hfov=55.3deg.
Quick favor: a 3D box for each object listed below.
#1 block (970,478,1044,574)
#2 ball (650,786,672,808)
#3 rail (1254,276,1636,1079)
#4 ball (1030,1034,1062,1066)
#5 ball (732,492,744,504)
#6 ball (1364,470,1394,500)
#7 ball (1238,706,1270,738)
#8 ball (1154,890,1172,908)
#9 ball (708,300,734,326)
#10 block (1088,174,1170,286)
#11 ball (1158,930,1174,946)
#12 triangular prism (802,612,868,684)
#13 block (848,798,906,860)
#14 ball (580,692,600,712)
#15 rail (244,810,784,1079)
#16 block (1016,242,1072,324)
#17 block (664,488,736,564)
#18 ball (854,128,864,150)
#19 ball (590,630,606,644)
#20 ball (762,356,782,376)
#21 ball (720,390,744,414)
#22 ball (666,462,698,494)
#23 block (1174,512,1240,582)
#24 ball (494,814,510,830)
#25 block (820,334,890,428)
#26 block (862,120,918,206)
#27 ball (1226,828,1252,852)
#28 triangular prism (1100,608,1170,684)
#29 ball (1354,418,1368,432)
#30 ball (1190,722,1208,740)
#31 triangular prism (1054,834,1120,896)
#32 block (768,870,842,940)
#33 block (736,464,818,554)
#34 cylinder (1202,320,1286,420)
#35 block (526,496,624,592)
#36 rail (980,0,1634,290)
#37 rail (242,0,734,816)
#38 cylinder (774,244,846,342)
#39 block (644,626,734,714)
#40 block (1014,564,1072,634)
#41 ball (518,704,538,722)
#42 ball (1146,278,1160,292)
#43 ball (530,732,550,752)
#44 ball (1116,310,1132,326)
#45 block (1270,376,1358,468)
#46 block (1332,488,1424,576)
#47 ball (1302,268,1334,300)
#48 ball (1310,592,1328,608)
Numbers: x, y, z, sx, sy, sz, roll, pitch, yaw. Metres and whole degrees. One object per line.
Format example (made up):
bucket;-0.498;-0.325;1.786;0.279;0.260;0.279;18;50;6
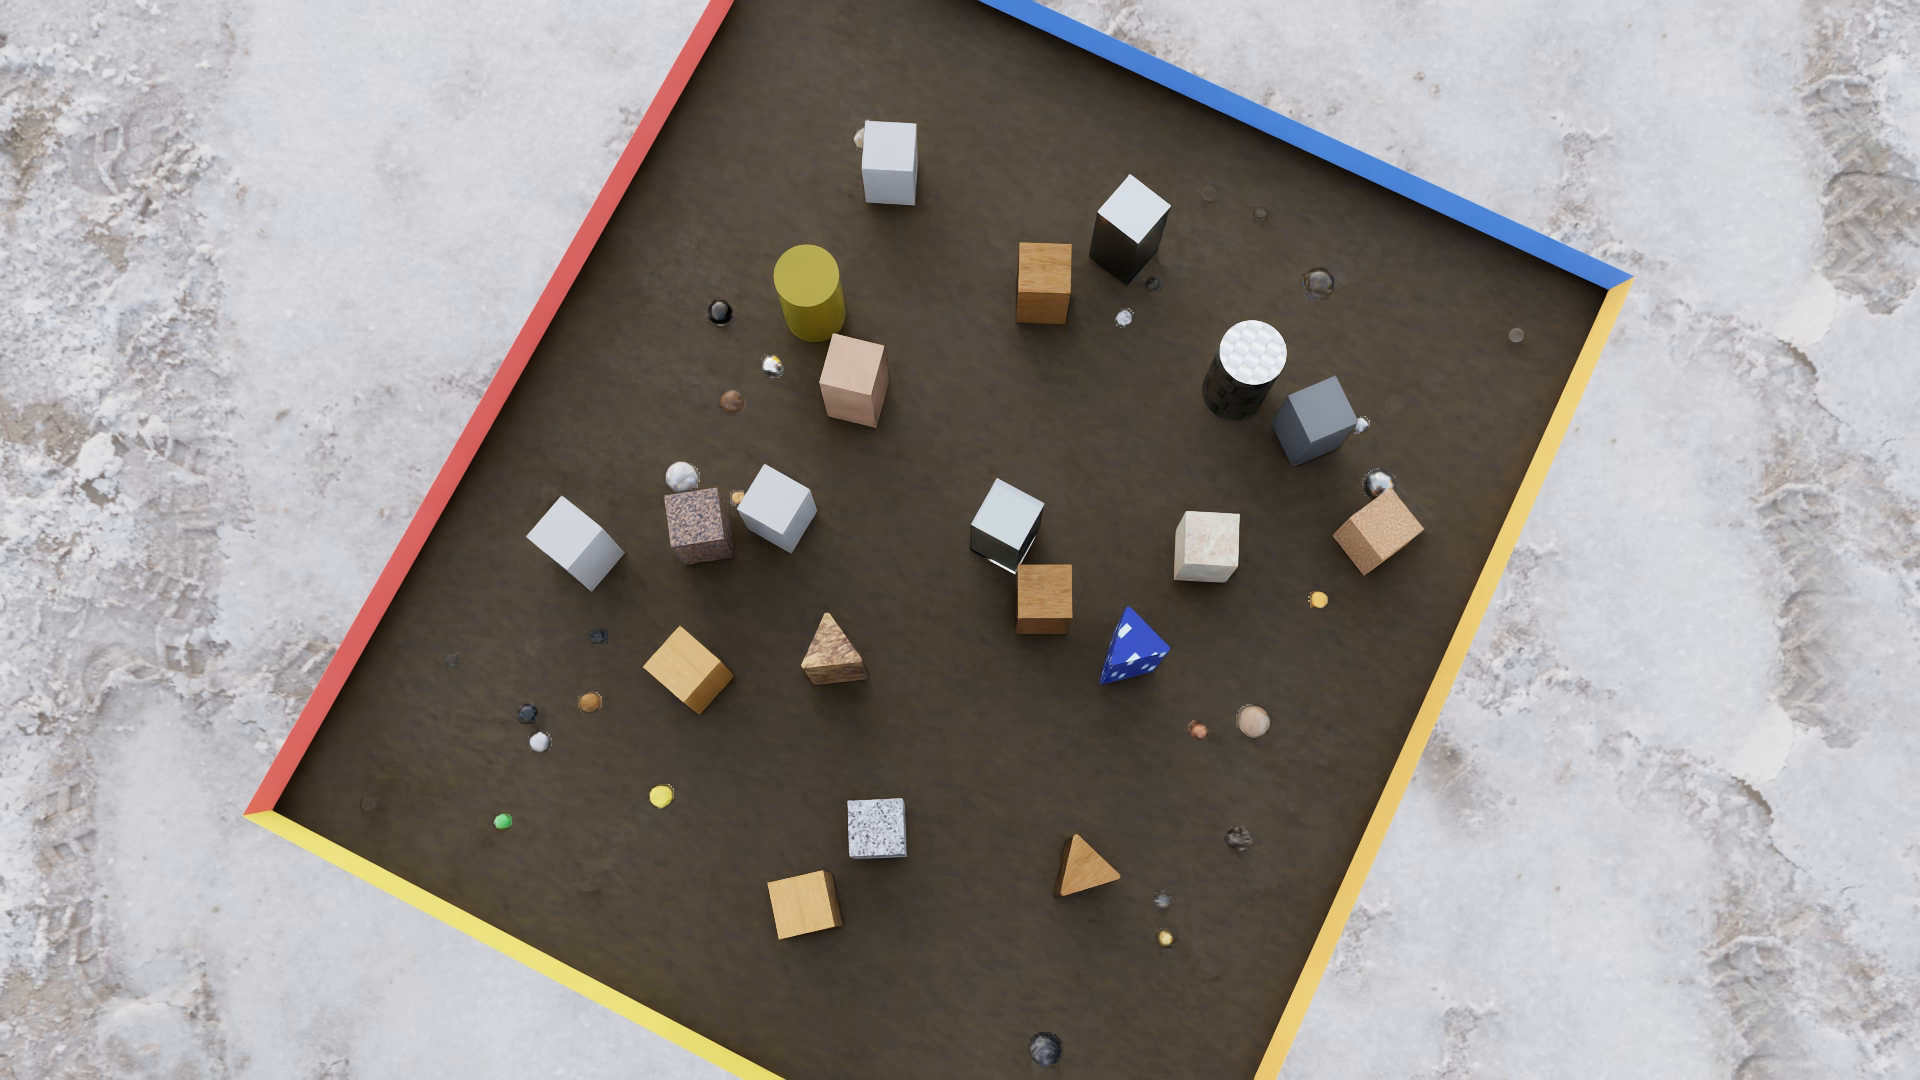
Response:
block;0.137;-0.037;5.434;0.156;0.373;0.156;28;80;6
ball;-0.885;0.759;5.426;0.066;0.066;0.066;0;78;0
rail;1.317;0.652;5.416;0.045;0.126;3.341;26;80;5
ball;0.246;1.466;5.267;0.089;0.089;0.089;0;78;0
ball;-0.679;-0.129;5.622;0.042;0.042;0.042;0;78;0
ball;1.283;-0.169;5.605;0.091;0.091;0.091;0;78;0
ball;0.875;0.540;5.456;0.094;0.094;0.094;0;78;0
ball;0.596;1.055;5.372;0.052;0.052;0.052;0;78;0
ball;-0.749;-0.710;5.723;0.080;0.080;0.080;0;78;0
block;0.517;-0.945;5.621;0.156;0.373;0.156;39;81;7
ball;0.600;1.163;5.351;0.049;0.049;0.049;0;78;0
triangular prism;-0.369;0.315;5.356;0.169;0.382;0.146;-6;78;-1
block;-0.238;0.839;5.314;0.156;0.251;0.156;-3;78;-1
ball;-1.108;0.487;5.486;0.059;0.059;0.059;0;78;0
rail;-0.736;1.449;5.251;2.993;0.126;0.045;26;80;5
block;0.255;-0.786;5.632;0.156;0.288;0.156;2;78;0
block;-0.777;-0.039;5.485;0.156;0.274;0.156;-9;78;-2
ball;-0.304;-1.279;5.847;0.067;0.067;0.067;0;78;0
ball;-1.090;0.293;5.532;0.047;0.047;0.047;0;78;0
ball;-0.585;-0.542;5.695;0.065;0.065;0.065;0;78;0
ball;-0.705;-0.426;5.668;0.073;0.073;0.073;0;78;0
ball;-0.853;-0.191;5.607;0.096;0.096;0.096;0;78;0
block;0.735;0.023;5.476;0.156;0.266;0.156;3;78;1
ball;-1.355;0.834;5.421;0.044;0.044;0.044;0;78;0
block;-0.316;-0.477;5.531;0.156;0.361;0.156;14;79;3
block;-0.217;-1.174;5.722;0.156;0.270;0.156;4;78;1
ball;0.821;0.883;5.397;0.072;0.072;0.072;0;78;0
triangular prism;0.487;0.300;5.331;0.169;0.437;0.146;-13;79;-3
ball;1.236;-0.357;5.667;0.045;0.045;0.045;0;78;0
ball;0.711;0.571;5.470;0.055;0.055;0.055;0;78;0
triangular prism;0.339;0.919;5.229;0.169;0.386;0.146;-16;79;-3
block;-0.438;1.040;5.217;0.156;0.360;0.156;-13;79;-3
block;-0.545;-0.091;5.490;0.156;0.284;0.156;29;80;6
cylinder;0.853;-0.507;5.523;0.195;0.389;0.195;0;78;0
block;-1.135;0.015;5.430;0.156;0.358;0.156;38;81;7
rail;0.736;-1.436;5.848;2.993;0.126;0.045;26;80;5
rail;-1.317;-0.638;5.683;0.045;0.126;3.341;26;80;5
cylinder;-0.455;-0.750;5.598;0.195;0.340;0.195;0;78;0
block;-0.791;0.385;5.368;0.156;0.331;0.156;40;81;8
block;0.245;0.178;5.427;0.156;0.298;0.156;0;78;0
ball;-1.293;0.518;5.480;0.058;0.058;0.058;0;78;0
ball;0.608;-0.802;5.760;0.044;0.044;0.044;0;78;0
ball;-1.254;0.603;5.463;0.056;0.056;0.056;0;78;0
ball;0.514;-0.695;5.736;0.047;0.047;0.047;0;78;0
block;1.068;-0.355;5.535;0.156;0.303;0.156;-23;79;-5
block;1.251;-0.023;5.492;0.156;0.253;0.156;-35;80;-7
ball;1.121;-0.803;5.733;0.097;0.097;0.097;0;78;0
ball;1.089;0.181;5.553;0.051;0.051;0.051;0;78;0
